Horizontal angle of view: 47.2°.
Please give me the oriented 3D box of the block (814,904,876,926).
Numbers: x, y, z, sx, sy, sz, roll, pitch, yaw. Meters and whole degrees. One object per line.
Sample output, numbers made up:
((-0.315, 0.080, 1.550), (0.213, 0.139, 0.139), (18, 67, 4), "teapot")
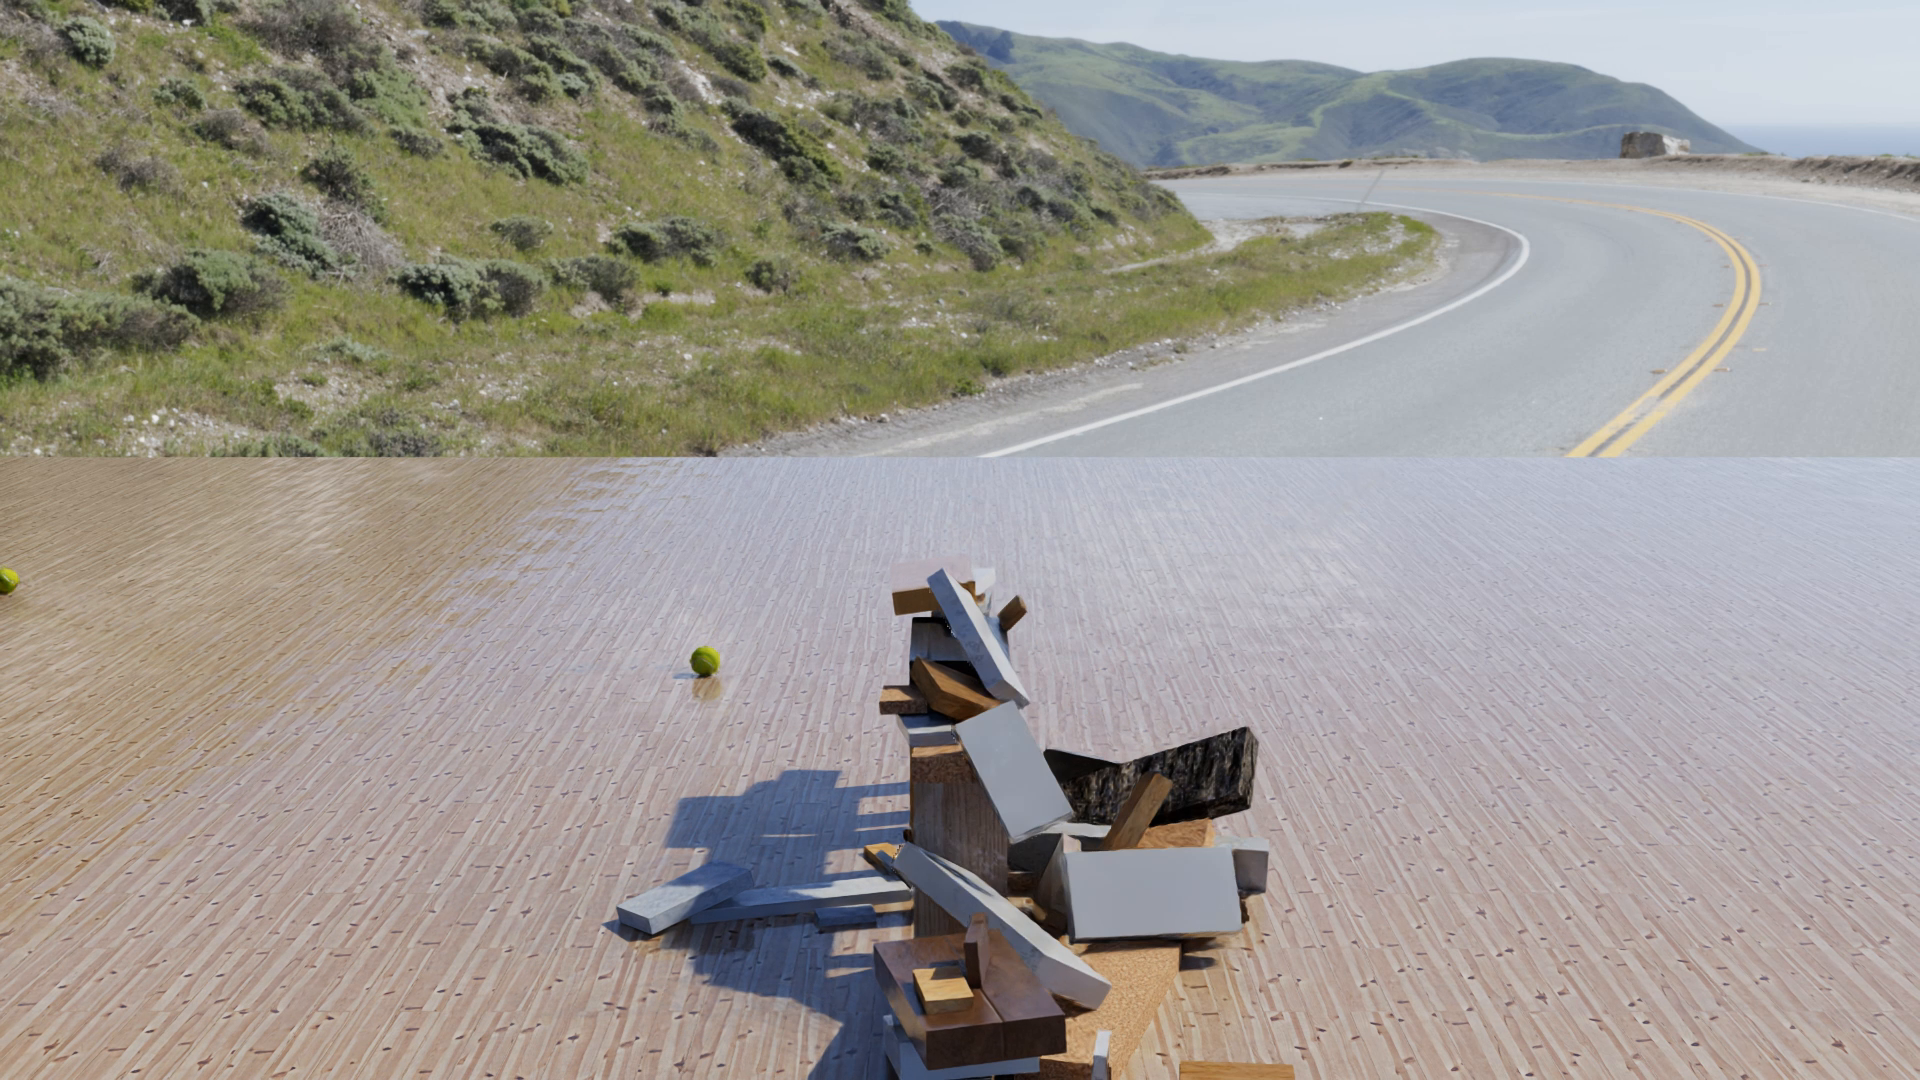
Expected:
((-0.185, 0.605, 3.550), (0.094, 0.013, 0.047), (-3, 11, -14), "block")

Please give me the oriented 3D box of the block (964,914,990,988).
((0.022, 0.522, 2.800), (0.017, 0.058, 0.117), (-5, 8, 7), "block")

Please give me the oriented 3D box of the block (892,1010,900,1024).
((-0.007, 0.625, 3.082), (0.171, 0.049, 0.343), (-3, -5, -1), "block")

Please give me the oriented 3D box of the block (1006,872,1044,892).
((0.098, 0.576, 3.705), (0.096, 0.014, 0.048), (-2, 11, -12), "block")

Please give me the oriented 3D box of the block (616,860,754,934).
((-0.444, 0.575, 3.554), (0.199, 0.028, 0.099), (-21, 17, -36), "block")

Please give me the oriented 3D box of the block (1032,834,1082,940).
((0.154, 0.561, 3.489), (0.034, 0.119, 0.238), (24, 11, -2), "block")

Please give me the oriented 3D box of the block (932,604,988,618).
((0.001, 0.128, 3.956), (0.051, 0.014, 0.102), (-7, 1, -35), "block")

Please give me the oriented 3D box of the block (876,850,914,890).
((-0.106, 0.558, 3.715), (0.014, 0.048, 0.096), (-42, 24, -14), "block")

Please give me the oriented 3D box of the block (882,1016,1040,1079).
((-0.004, 0.658, 2.881), (0.171, 0.049, 0.343), (-3, -6, -6), "block")

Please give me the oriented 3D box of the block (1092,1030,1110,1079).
((0.176, 0.689, 2.792), (0.017, 0.117, 0.058), (6, 19, 7), "block")

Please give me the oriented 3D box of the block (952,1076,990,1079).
((-0.020, 0.723, 2.630), (0.148, 0.042, 0.297), (6, 12, 30), "block")

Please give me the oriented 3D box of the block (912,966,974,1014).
((-0.021, 0.557, 2.723), (0.059, 0.017, 0.117), (-4, 8, -9), "block")

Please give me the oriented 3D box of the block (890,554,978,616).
((-0.051, 0.081, 4.098), (0.150, 0.042, 0.300), (-8, 9, -1), "block")

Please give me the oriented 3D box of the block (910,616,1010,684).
((-0.001, 0.193, 3.830), (0.168, 0.048, 0.337), (0, 11, 0), "block")

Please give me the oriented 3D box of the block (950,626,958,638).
((0.008, 0.153, 3.880), (0.051, 0.014, 0.102), (0, 11, -2), "block")

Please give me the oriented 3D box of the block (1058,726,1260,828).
((0.317, 0.439, 3.759), (0.401, 0.042, 0.150), (-20, 33, 29), "block")

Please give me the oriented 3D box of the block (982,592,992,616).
((0.006, 0.140, 4.280), (0.095, 0.027, 0.258), (1, 10, 4), "block")

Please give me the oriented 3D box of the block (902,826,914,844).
((-0.070, 0.532, 3.726), (0.013, 0.094, 0.047), (-7, 4, 36), "block")

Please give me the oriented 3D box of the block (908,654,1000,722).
((-0.003, 0.247, 3.516), (0.119, 0.034, 0.238), (22, 5, -13), "block")

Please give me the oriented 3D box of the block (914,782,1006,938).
((0.001, 0.496, 3.389), (0.142, 0.283, 0.040), (0, 1, 0), "block")

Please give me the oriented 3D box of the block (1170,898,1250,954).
((0.349, 0.575, 3.516), (0.119, 0.034, 0.239), (-24, 22, -17), "block")

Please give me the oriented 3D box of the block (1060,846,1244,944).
((0.292, 0.542, 3.362), (0.266, 0.133, 0.038), (0, -24, -13), "block")

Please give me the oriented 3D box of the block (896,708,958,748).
((-0.052, 0.291, 3.431), (0.075, 0.021, 0.150), (-4, 10, -9), "block")

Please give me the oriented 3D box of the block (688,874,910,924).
((-0.268, 0.590, 3.612), (0.364, 0.021, 0.075), (-3, 11, -17), "block")

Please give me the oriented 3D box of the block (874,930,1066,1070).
((0.007, 0.578, 2.793), (0.171, 0.049, 0.343), (-4, 8, -12), "block")

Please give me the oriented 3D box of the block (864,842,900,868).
((-0.129, 0.551, 3.841), (0.047, 0.013, 0.094), (-5, 12, -24), "block")

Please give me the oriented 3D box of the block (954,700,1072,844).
((0.078, 0.345, 3.278), (0.099, 0.199, 0.028), (-23, -26, -12), "block")

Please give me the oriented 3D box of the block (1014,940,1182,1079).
((0.205, 0.669, 3.143), (0.133, 0.038, 0.471), (3, 11, 17), "block")

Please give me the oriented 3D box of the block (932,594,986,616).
((-0.002, 0.133, 4.166), (0.095, 0.027, 0.191), (0, 10, 2), "block")

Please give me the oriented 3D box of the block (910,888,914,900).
((-0.030, 0.587, 3.647), (0.096, 0.014, 0.048), (4, 11, 22), "block")

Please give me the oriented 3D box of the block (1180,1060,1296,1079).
((0.351, 0.737, 2.761), (0.148, 0.042, 0.297), (1, 11, 5), "block")

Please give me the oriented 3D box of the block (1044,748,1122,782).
((0.271, 0.469, 3.893), (0.300, 0.150, 0.042), (8, -3, 37), "block")

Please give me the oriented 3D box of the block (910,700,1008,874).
((-0.001, 0.403, 3.756), (0.168, 0.337, 0.048), (0, 11, -1), "block")

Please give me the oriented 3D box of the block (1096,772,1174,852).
((0.261, 0.487, 3.560), (0.034, 0.238, 0.119), (32, -9, -1), "block")

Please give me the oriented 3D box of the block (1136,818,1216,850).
((0.332, 0.536, 3.516), (0.119, 0.034, 0.238), (-12, 24, 20), "block")

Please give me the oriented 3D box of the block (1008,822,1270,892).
((0.297, 0.528, 3.686), (0.434, 0.099, 0.028), (4, 40, 8), "block")

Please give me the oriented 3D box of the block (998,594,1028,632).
((0.093, 0.130, 3.915), (0.014, 0.051, 0.102), (44, 6, -9), "block")

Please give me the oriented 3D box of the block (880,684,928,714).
((-0.088, 0.255, 3.530), (0.075, 0.021, 0.150), (-3, 5, 1), "block")

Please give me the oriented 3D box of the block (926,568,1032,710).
((0.030, 0.165, 3.611), (0.034, 0.238, 0.119), (-34, -33, 8), "block")

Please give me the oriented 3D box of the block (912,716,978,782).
((-0.001, 0.320, 3.448), (0.142, 0.040, 0.283), (0, 10, 0), "block")

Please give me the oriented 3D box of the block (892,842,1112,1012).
((0.056, 0.555, 3.180), (0.148, 0.042, 0.365), (32, -1, -38), "block")

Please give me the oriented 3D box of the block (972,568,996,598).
((-0.002, 0.088, 4.240), (0.095, 0.027, 0.191), (-2, 11, 16), "block")
